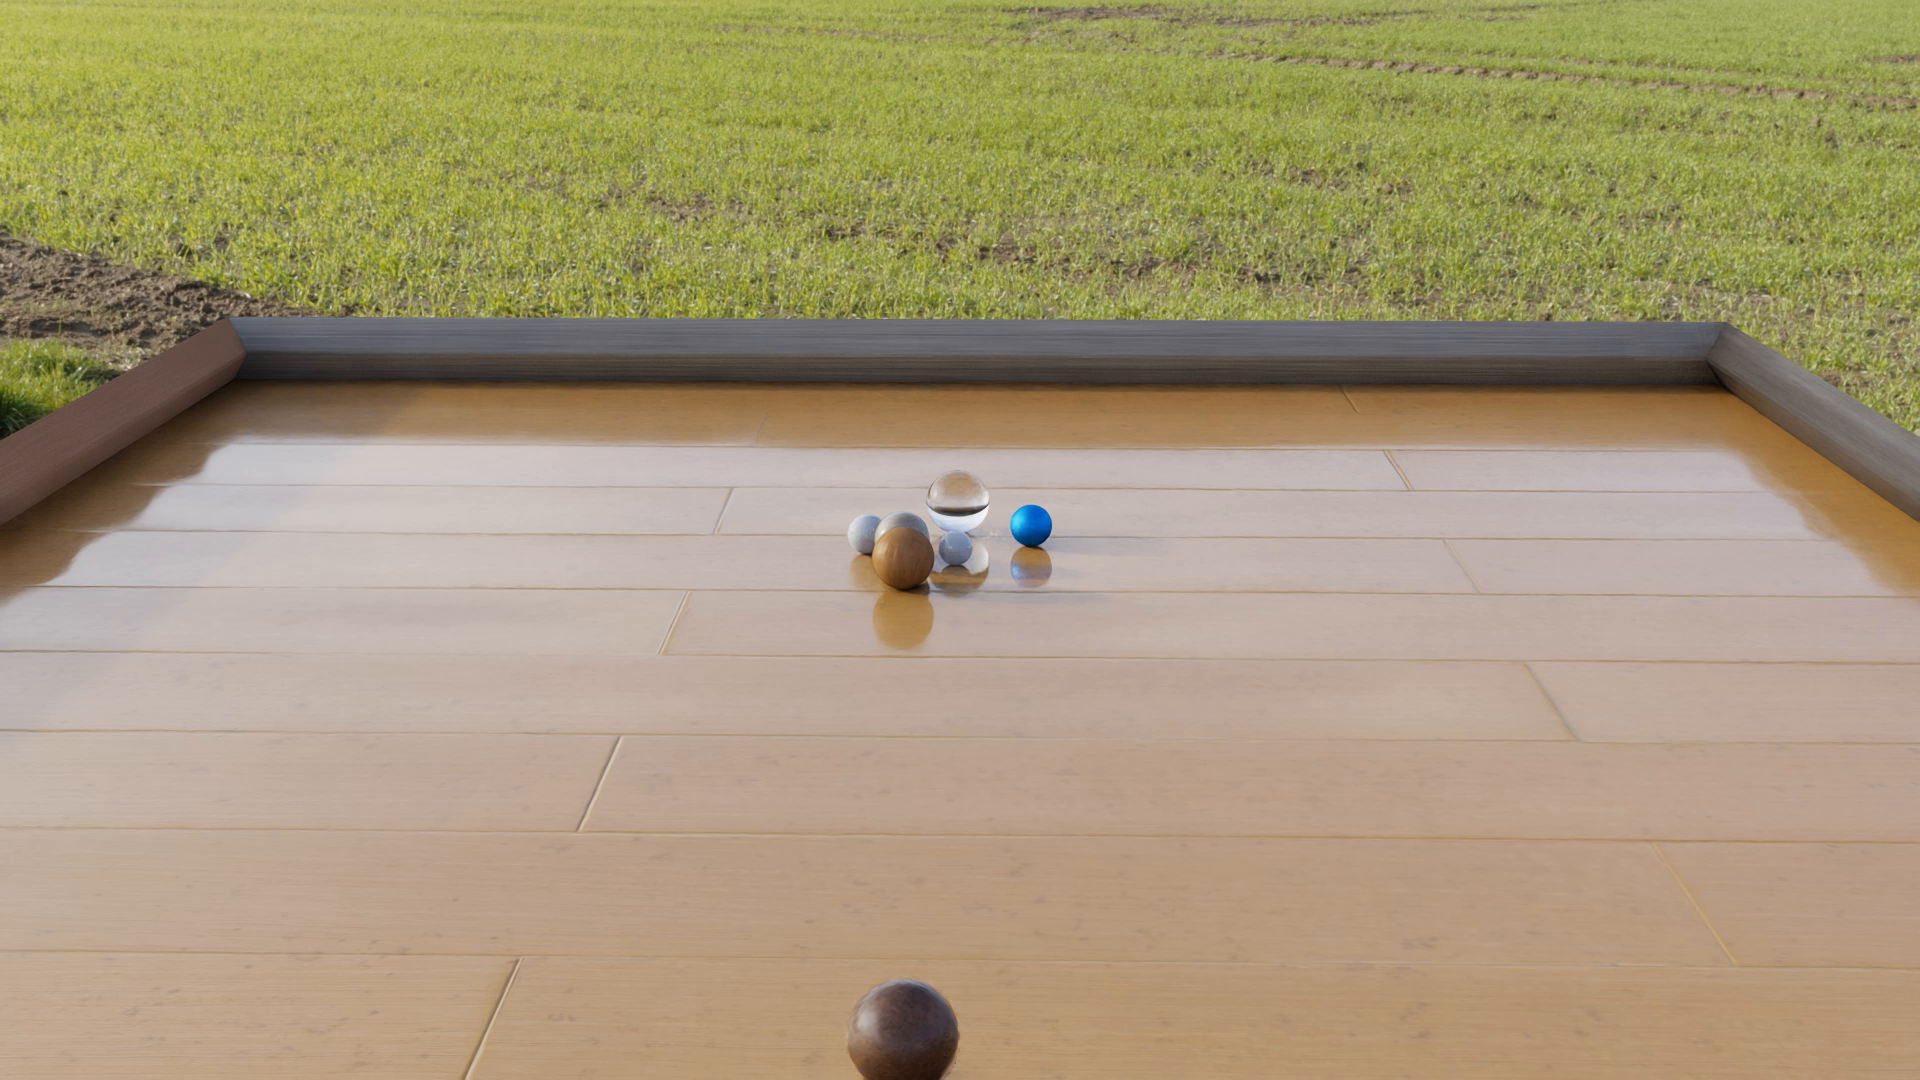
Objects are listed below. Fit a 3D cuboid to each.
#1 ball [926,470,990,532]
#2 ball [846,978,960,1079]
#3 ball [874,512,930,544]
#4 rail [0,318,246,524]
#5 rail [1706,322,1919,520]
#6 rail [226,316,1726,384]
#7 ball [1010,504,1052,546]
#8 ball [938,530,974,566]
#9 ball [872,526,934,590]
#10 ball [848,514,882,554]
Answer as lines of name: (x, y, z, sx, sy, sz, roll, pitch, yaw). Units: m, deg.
ball: (-0.003, -0.052, 3.021, 0.087, 0.087, 0.087, 0, 16, 0)
ball: (-0.042, 0.364, 1.615, 0.083, 0.083, 0.083, 0, 16, 0)
ball: (-0.076, -0.002, 2.874, 0.073, 0.073, 0.073, 0, 16, 0)
rail: (-1.340, 0.286, 1.822, 0.045, 0.113, 4.490, 0, 16, 1)
rail: (1.296, 0.301, 1.772, 0.045, 0.113, 4.490, 0, 16, 1)
rail: (0.022, -0.334, 3.927, 2.684, 0.113, 0.045, 0, 16, 1)
ball: (0.096, -0.020, 2.963, 0.057, 0.057, 0.057, 0, 16, 0)
ball: (-0.006, 0.010, 2.881, 0.046, 0.046, 0.046, 0, 16, 0)
ball: (-0.072, 0.023, 2.780, 0.079, 0.079, 0.079, 0, 16, 0)
ball: (-0.123, -0.008, 2.929, 0.054, 0.054, 0.054, 0, 16, 0)
